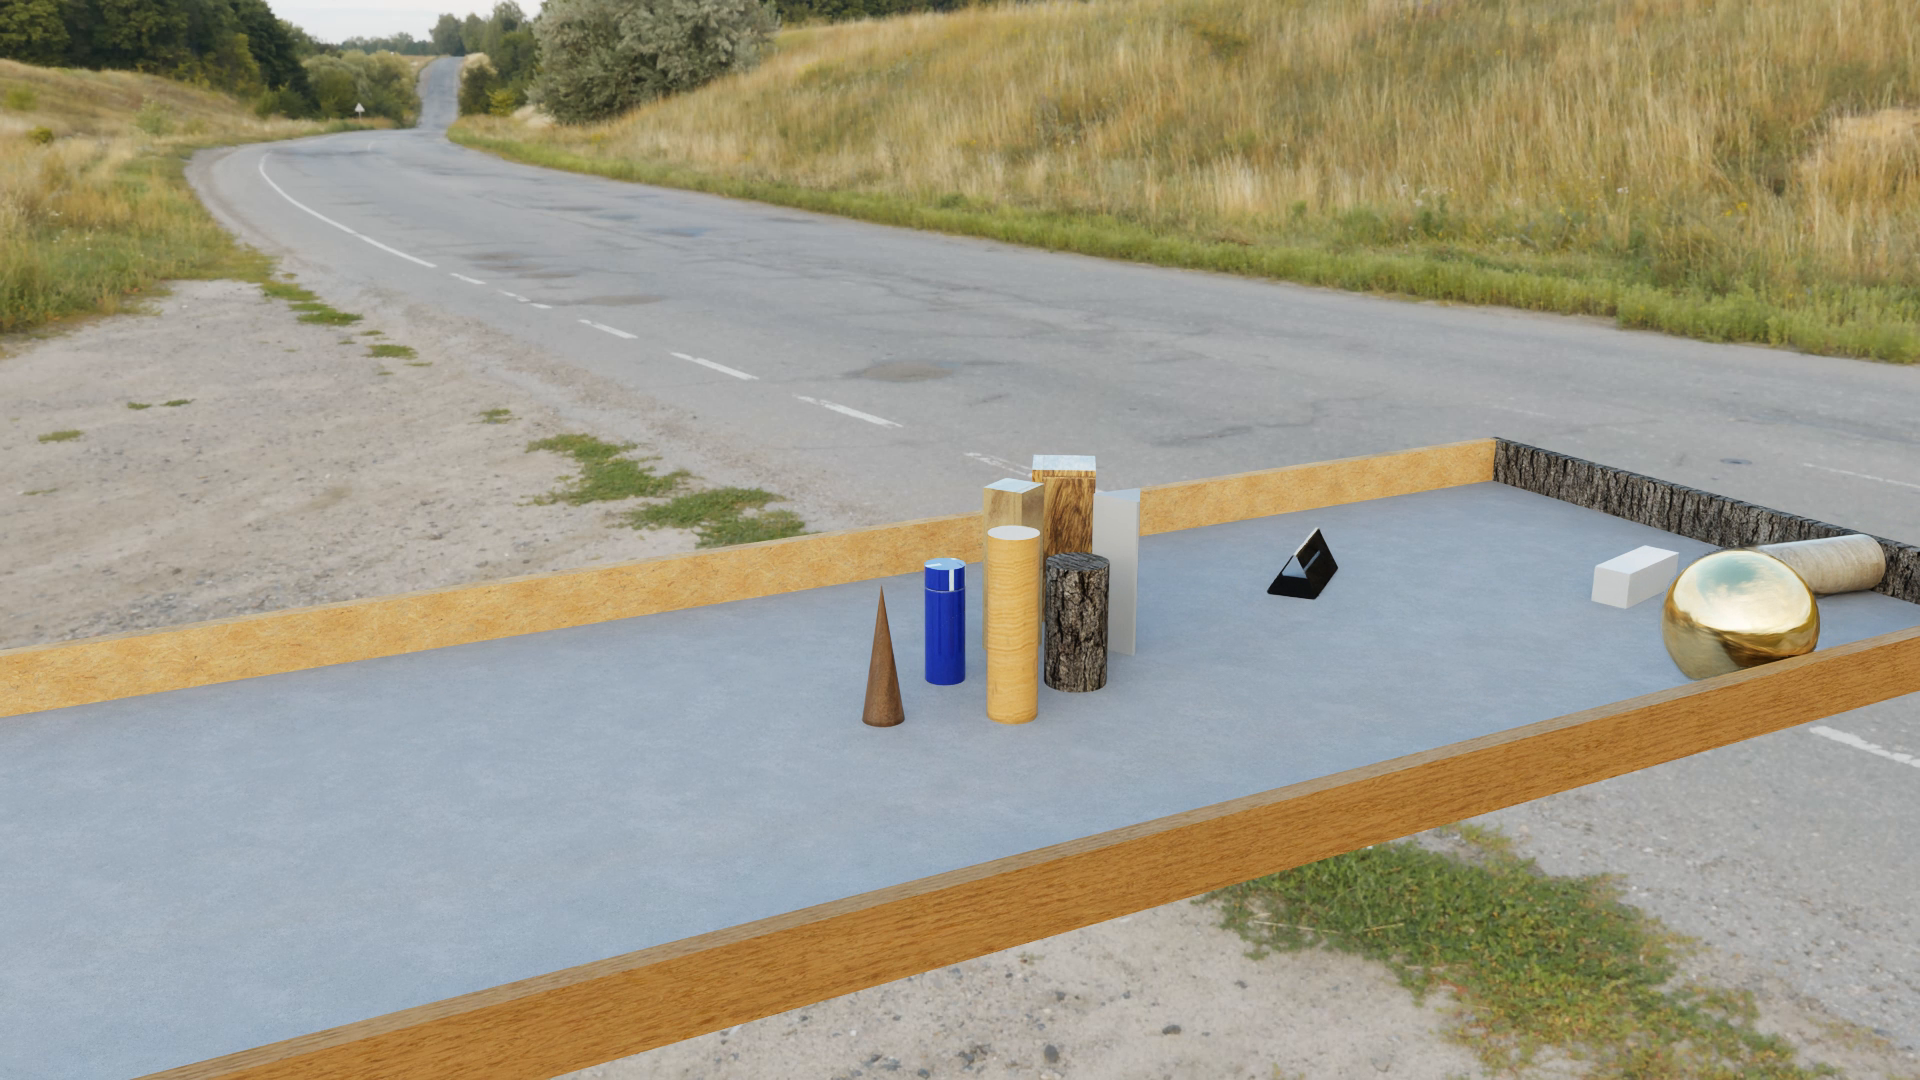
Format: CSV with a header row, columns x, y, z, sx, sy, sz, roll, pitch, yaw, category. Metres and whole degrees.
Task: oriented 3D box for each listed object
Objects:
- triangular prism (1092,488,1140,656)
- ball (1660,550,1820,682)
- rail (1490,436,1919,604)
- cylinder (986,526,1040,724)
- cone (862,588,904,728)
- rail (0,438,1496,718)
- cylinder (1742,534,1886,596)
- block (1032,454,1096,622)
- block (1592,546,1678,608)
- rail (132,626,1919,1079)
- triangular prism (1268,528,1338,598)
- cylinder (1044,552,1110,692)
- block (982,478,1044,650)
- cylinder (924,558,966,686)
x,y,z,sx,sy,sz,roll,pitch,yaw,category
0.436,0.078,4.349,0.136,0.418,0.118,12,20,35,triangular prism
1.907,0.201,4.039,0.356,0.356,0.356,0,16,0,ball
2.466,-0.048,5.253,0.050,0.150,2.100,-9,18,-27,rail
0.124,0.200,3.872,0.121,0.452,0.121,0,16,0,cylinder
-0.182,0.263,3.863,0.101,0.336,0.101,0,16,0,cone
-3.305,0.497,3.399,12.000,0.150,0.050,-9,18,-27,rail
2.458,0.083,4.782,0.406,0.165,0.165,-6,17,-18,cylinder
0.287,-0.004,4.599,0.172,0.435,0.172,1,16,4,block
1.970,0.106,4.810,0.307,0.104,0.104,-15,22,-41,block
-2.336,1.006,1.665,12.000,0.150,0.050,-9,18,-27,rail
1.027,0.062,4.912,0.144,0.124,0.314,7,18,23,triangular prism
0.290,0.204,4.103,0.157,0.314,0.157,0,16,0,cylinder
0.139,0.072,4.325,0.115,0.443,0.115,10,19,31,block
-0.037,0.204,4.125,0.102,0.302,0.102,0,16,0,cylinder
